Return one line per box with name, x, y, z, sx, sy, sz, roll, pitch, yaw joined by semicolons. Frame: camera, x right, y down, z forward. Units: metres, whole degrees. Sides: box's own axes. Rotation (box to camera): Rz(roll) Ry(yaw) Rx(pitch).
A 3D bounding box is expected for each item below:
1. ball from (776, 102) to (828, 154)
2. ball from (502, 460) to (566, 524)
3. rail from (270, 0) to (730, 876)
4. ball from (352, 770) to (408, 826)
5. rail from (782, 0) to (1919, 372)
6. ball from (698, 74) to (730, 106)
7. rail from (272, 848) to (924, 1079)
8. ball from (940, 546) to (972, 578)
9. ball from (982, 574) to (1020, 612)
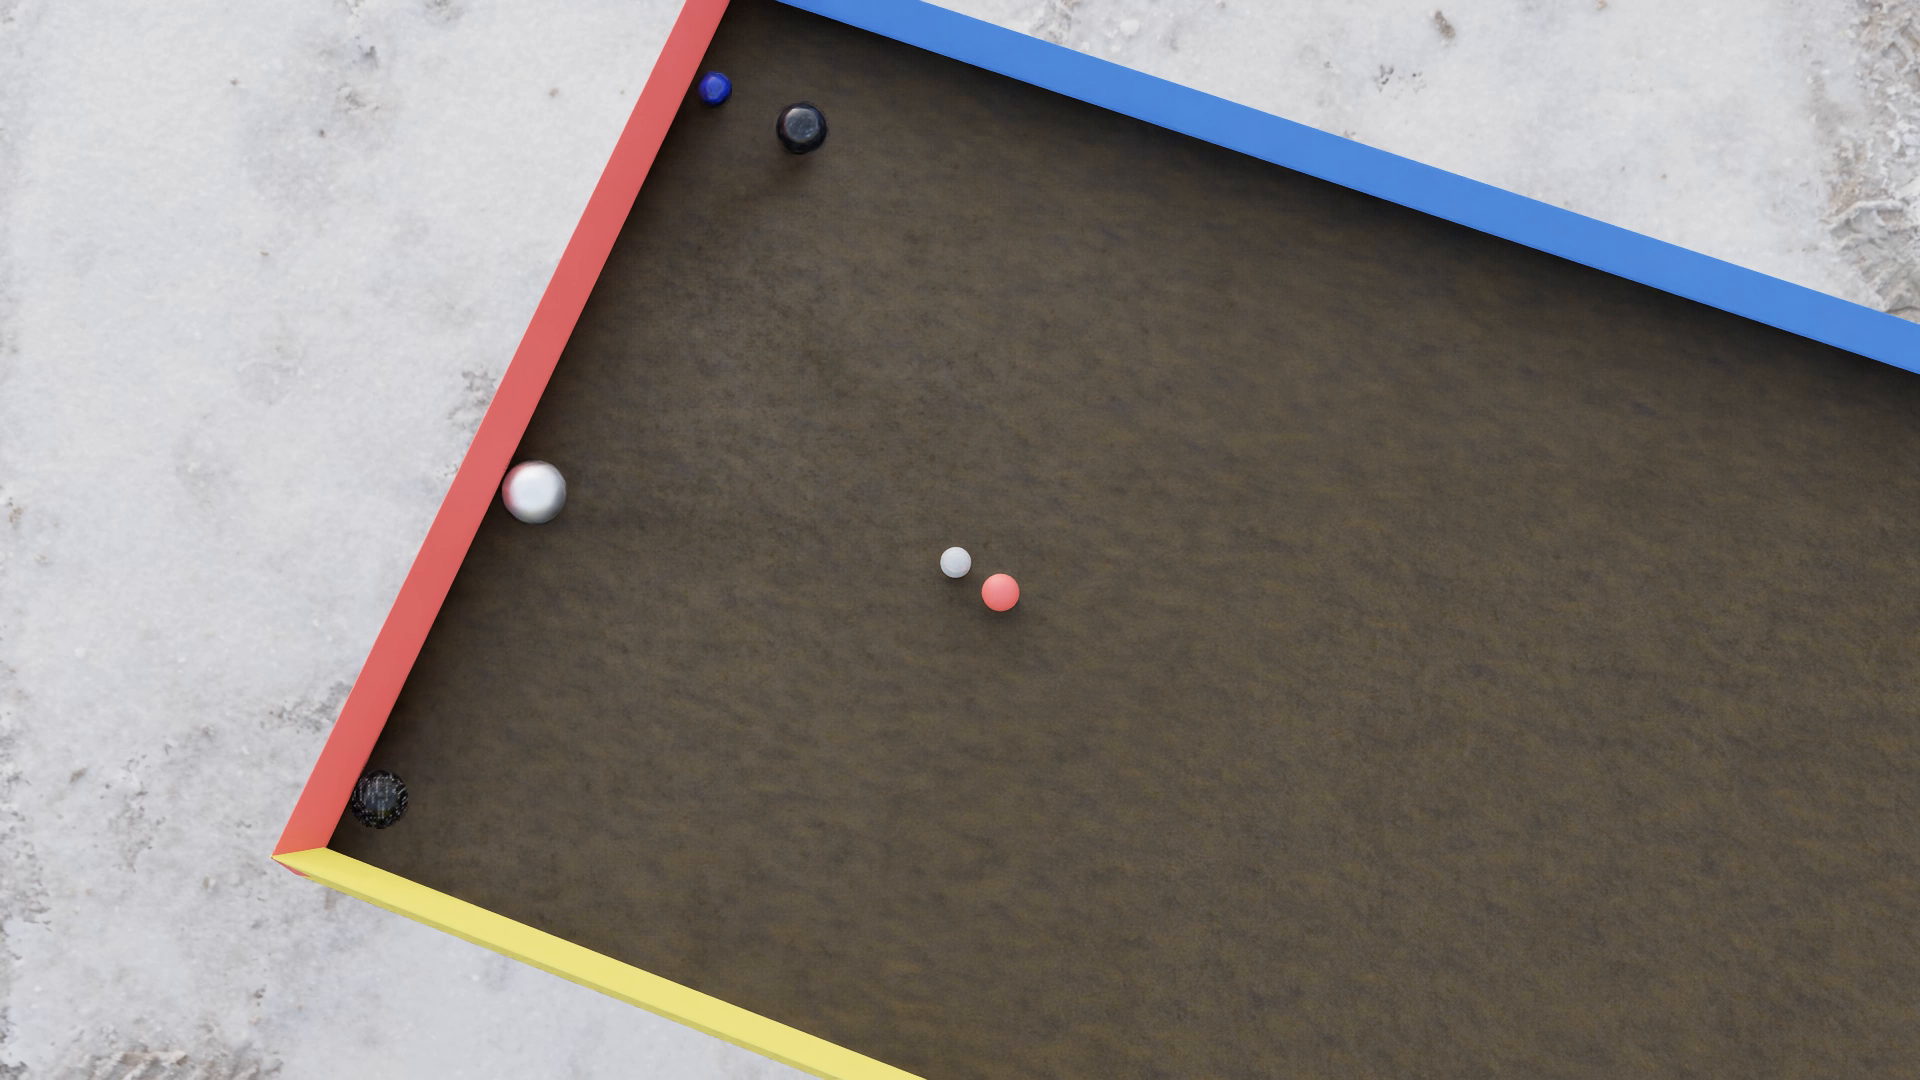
ball;-0.264;-0.685;3.665;0.085;0.085;0.085;0;71;0
ball;-0.666;-0.076;3.441;0.100;0.100;0.100;0;71;0
rail;-0.678;-0.251;3.486;0.045;0.130;1.670;20;72;7
ball;-0.867;0.386;3.287;0.083;0.083;0.083;0;71;0
rail;0.986;-0.478;3.567;2.993;0.130;0.045;20;72;7
ball;-0.415;-0.759;3.707;0.055;0.055;0.055;0;71;0
rail;0.415;0.954;3.060;2.993;0.130;0.045;20;72;7
ball;-0.007;0.035;3.430;0.048;0.048;0.048;0;71;0
ball;0.063;0.081;3.408;0.059;0.059;0.059;0;71;0
